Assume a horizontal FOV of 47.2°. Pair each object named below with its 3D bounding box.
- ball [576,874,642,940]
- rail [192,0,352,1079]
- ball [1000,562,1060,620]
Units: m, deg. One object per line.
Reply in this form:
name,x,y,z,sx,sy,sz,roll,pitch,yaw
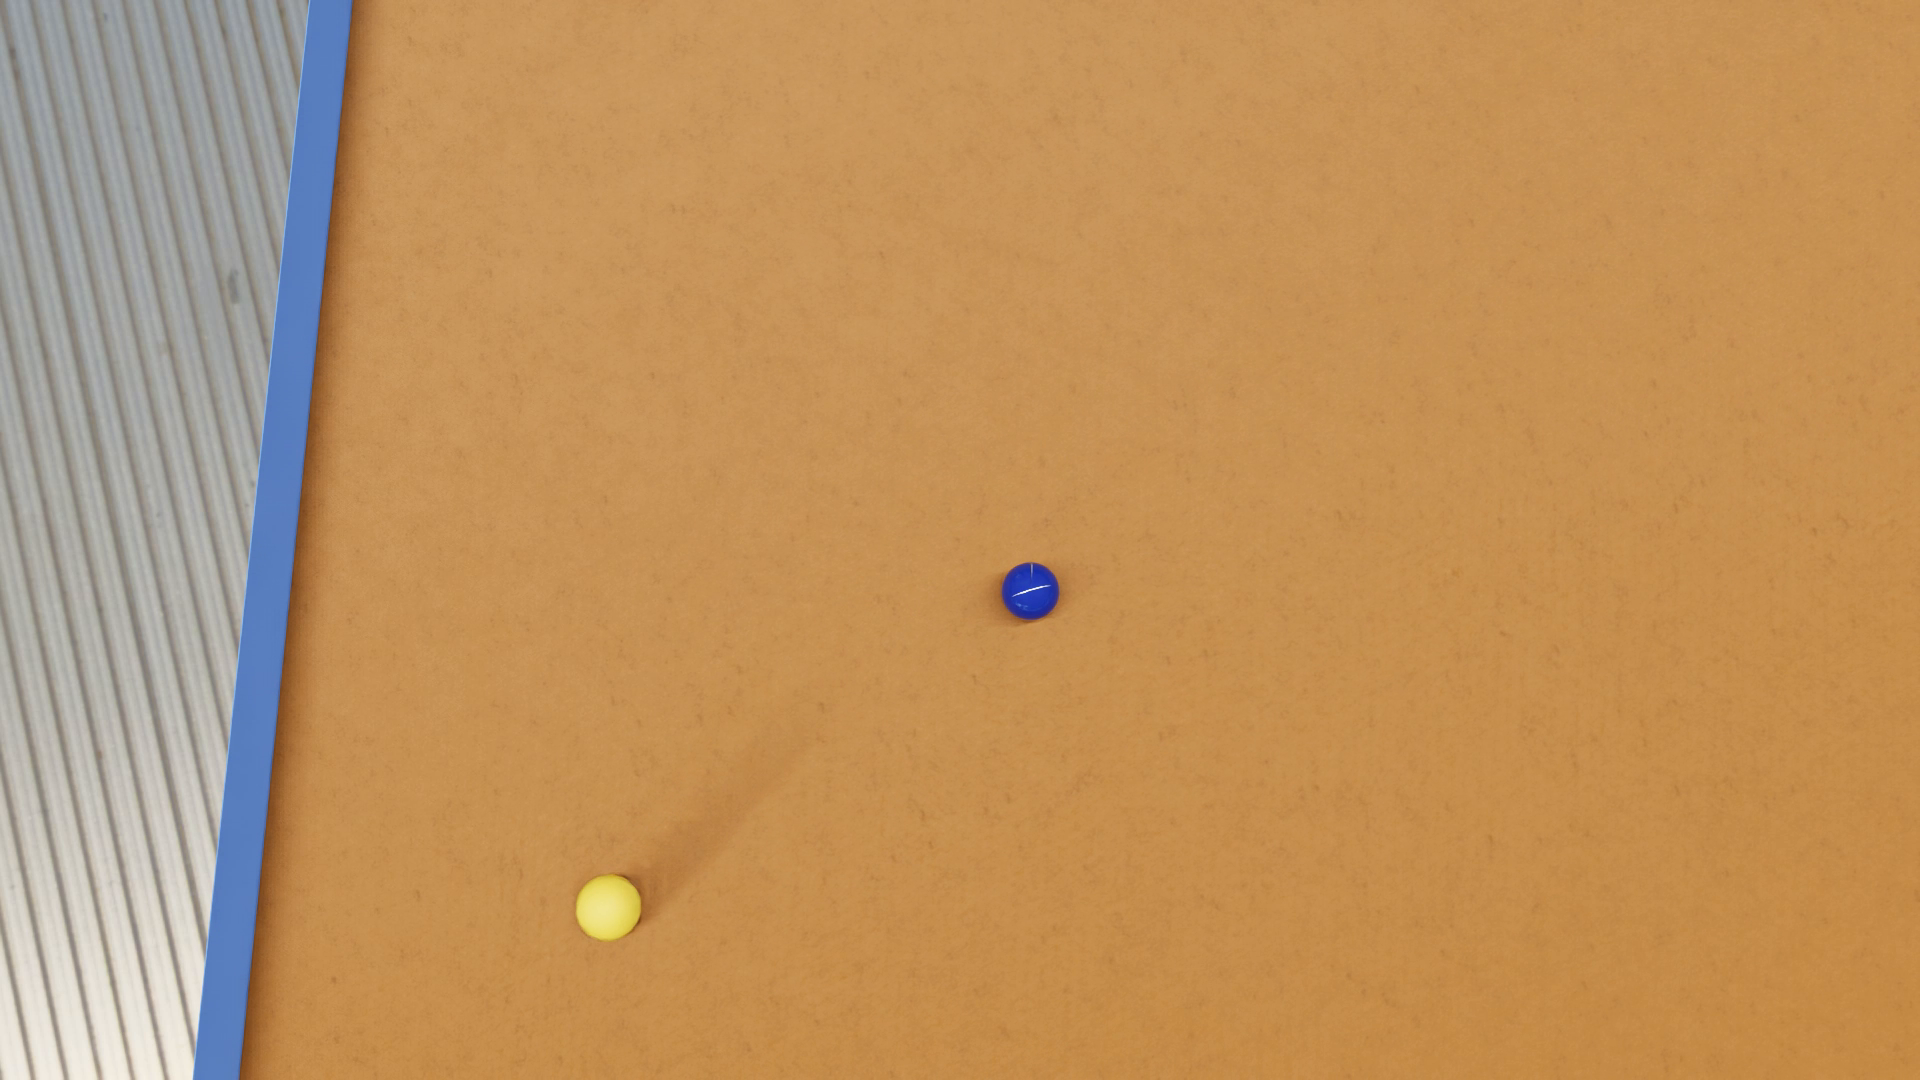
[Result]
ball,-0.508,0.531,3.178,0.094,0.094,0.094,0,82,0
rail,-0.998,-0.064,3.249,0.045,0.122,2.071,3,82,0
ball,0.104,0.076,3.247,0.087,0.087,0.087,0,82,0
